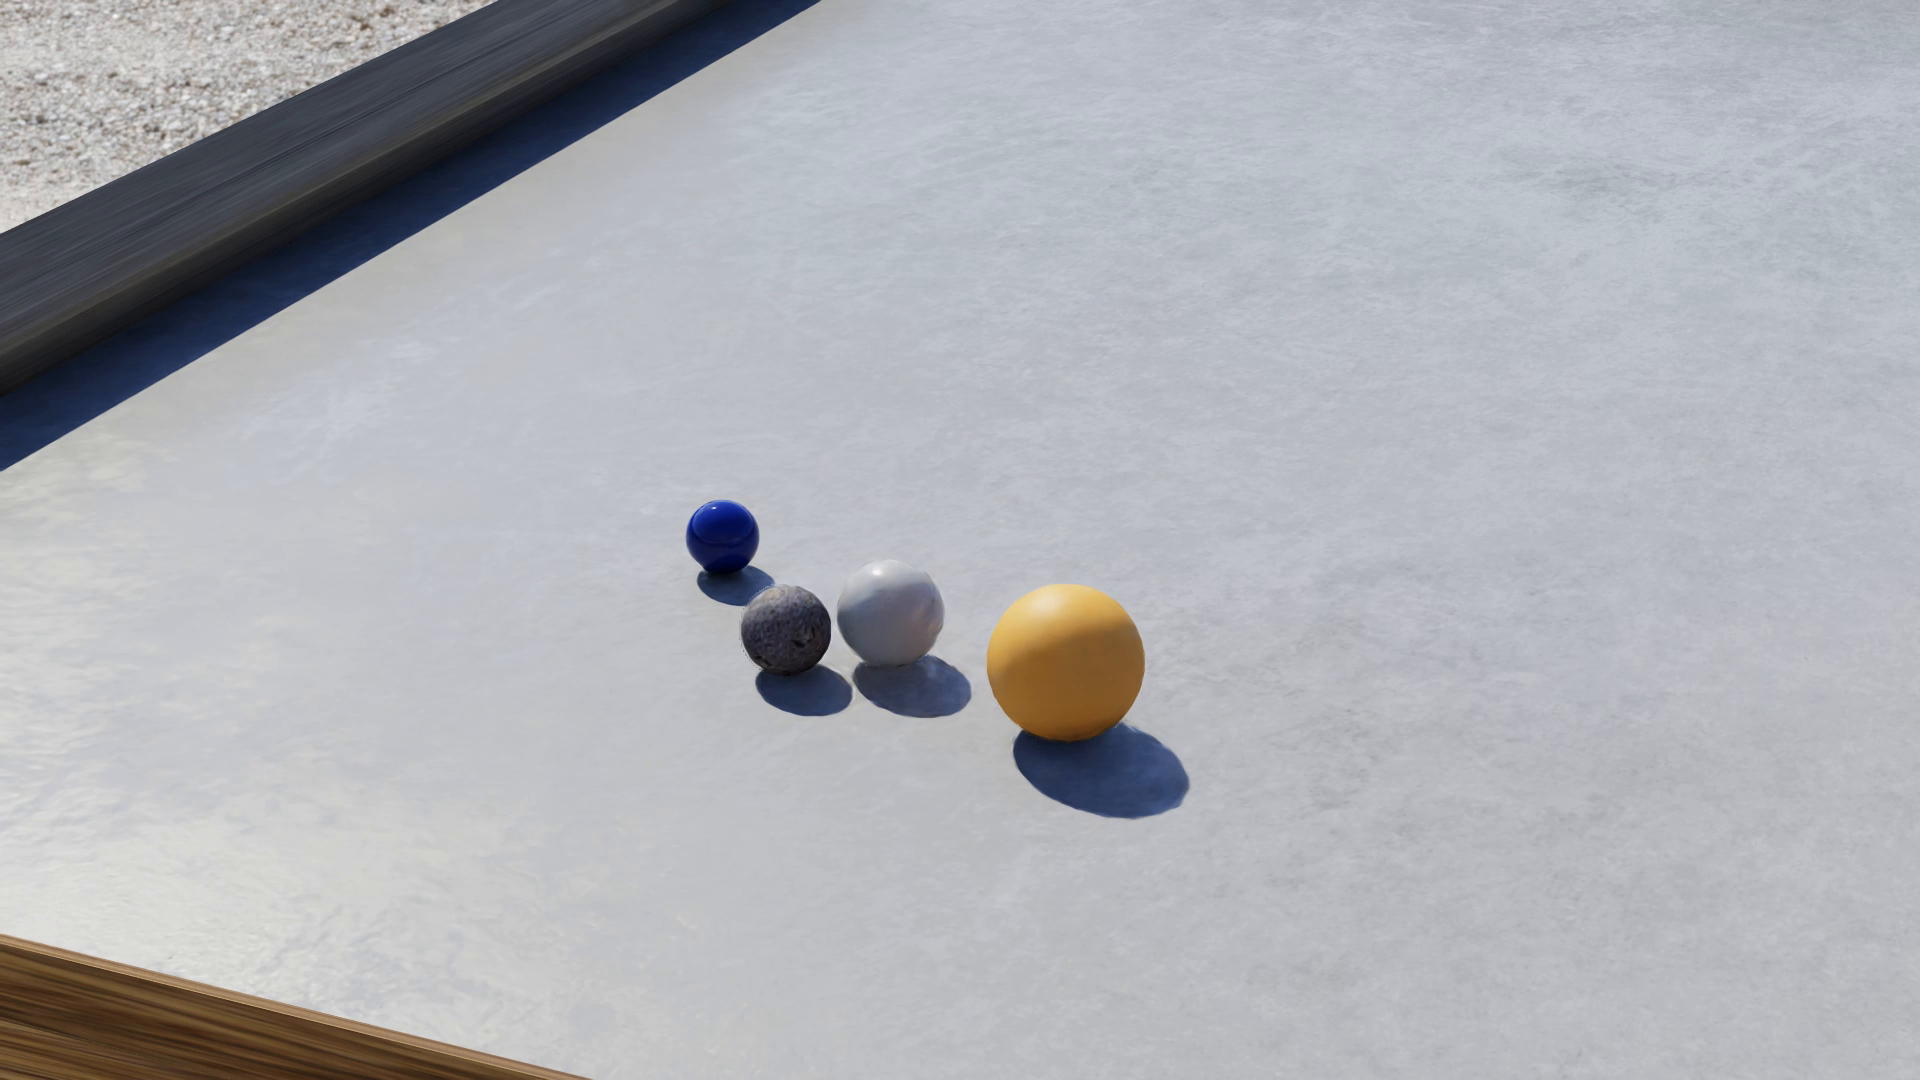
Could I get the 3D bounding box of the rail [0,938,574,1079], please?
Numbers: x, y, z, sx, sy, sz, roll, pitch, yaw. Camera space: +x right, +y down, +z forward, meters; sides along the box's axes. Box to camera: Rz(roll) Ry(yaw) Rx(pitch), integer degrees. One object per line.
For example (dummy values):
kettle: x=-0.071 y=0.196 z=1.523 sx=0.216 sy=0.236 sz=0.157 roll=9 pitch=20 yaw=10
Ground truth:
rail: x=-0.260 y=0.248 z=1.289 sx=1.573 sy=0.119 sz=0.045 roll=10 pitch=27 yaw=20

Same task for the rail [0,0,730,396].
rail: x=-0.440 y=-0.427 z=2.742 sx=0.045 sy=0.119 sz=2.887 roll=10 pitch=27 yaw=20

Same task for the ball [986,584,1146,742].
ball: x=0.061 y=0.071 z=1.705 sx=0.092 sy=0.092 sz=0.092 roll=0 pitch=25 yaw=0

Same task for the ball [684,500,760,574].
ball: x=-0.154 y=-0.002 z=1.913 sx=0.049 sy=0.049 sz=0.049 roll=0 pitch=25 yaw=0

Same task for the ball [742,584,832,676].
ball: x=-0.105 y=0.055 z=1.783 sx=0.055 sy=0.055 sz=0.055 roll=0 pitch=25 yaw=0

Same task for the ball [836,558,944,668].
ball: x=-0.043 y=0.045 z=1.791 sx=0.067 sy=0.067 sz=0.067 roll=0 pitch=25 yaw=0
